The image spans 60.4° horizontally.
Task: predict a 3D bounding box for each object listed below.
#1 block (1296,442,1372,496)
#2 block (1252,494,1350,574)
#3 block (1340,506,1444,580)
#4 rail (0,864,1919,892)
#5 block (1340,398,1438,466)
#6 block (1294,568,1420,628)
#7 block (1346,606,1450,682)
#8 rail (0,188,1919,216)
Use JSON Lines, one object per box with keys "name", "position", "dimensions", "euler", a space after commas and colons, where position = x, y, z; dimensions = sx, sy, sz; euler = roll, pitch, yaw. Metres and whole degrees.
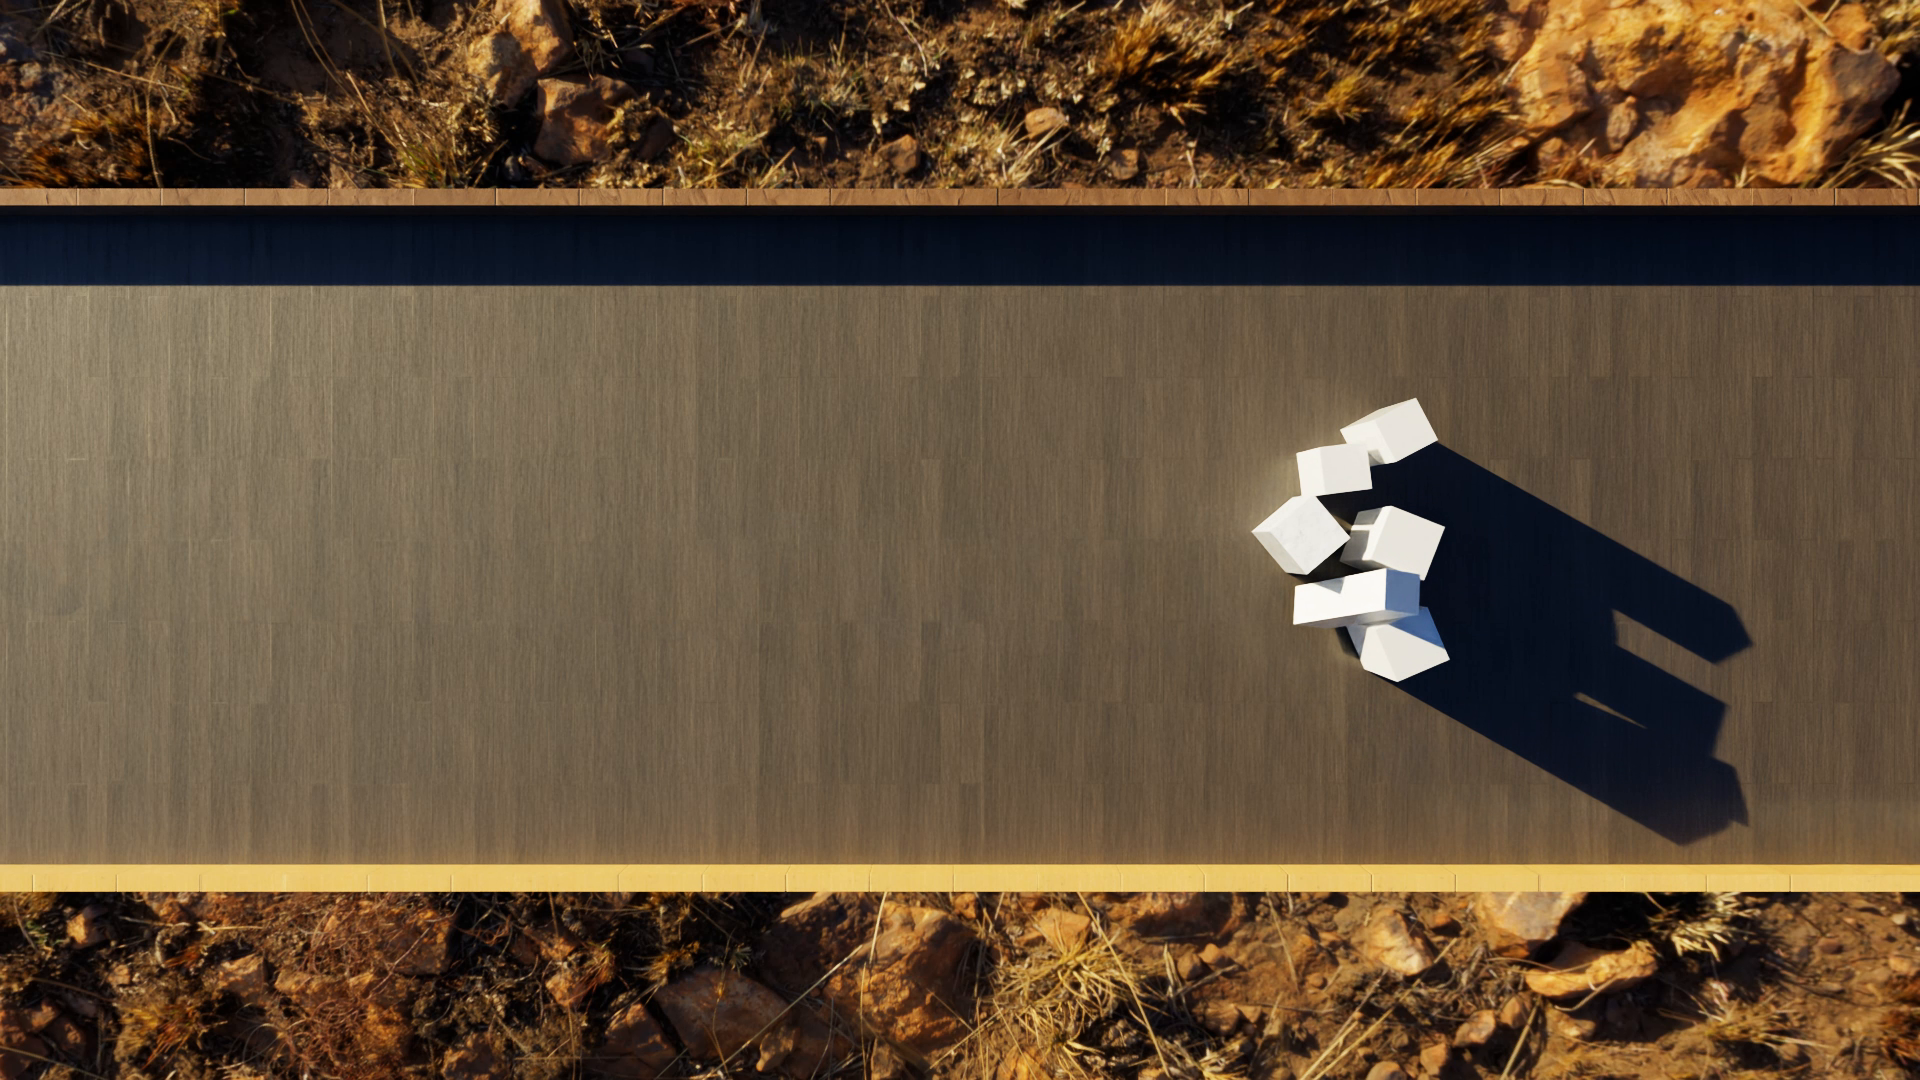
{"name": "block", "position": [1.113, -0.208, 4.917], "dimensions": [0.137, 0.319, 0.137], "euler": [-7, 90, 0]}
{"name": "block", "position": [1.013, -0.015, 4.922], "dimensions": [0.164, 0.309, 0.164], "euler": [-40, 90, 0]}
{"name": "block", "position": [1.274, 0.014, 4.887], "dimensions": [0.164, 0.374, 0.164], "euler": [22, 88, 0]}
{"name": "rail", "position": [-2.247, 1.025, 5.001], "dimensions": [12.000, 0.150, 0.050], "euler": [0, 90, 0]}
{"name": "block", "position": [1.260, -0.311, 4.868], "dimensions": [0.134, 0.416, 0.134], "euler": [-28, 90, 0]}
{"name": "block", "position": [1.158, 0.176, 4.839], "dimensions": [0.117, 0.450, 0.117], "euler": [9, 79, -21]}
{"name": "block", "position": [1.289, 0.295, 4.889], "dimensions": [0.162, 0.372, 0.162], "euler": [-23, 91, 0]}
{"name": "rail", "position": [-2.247, -1.025, 5.002], "dimensions": [12.000, 0.150, 0.050], "euler": [0, 90, 0]}
